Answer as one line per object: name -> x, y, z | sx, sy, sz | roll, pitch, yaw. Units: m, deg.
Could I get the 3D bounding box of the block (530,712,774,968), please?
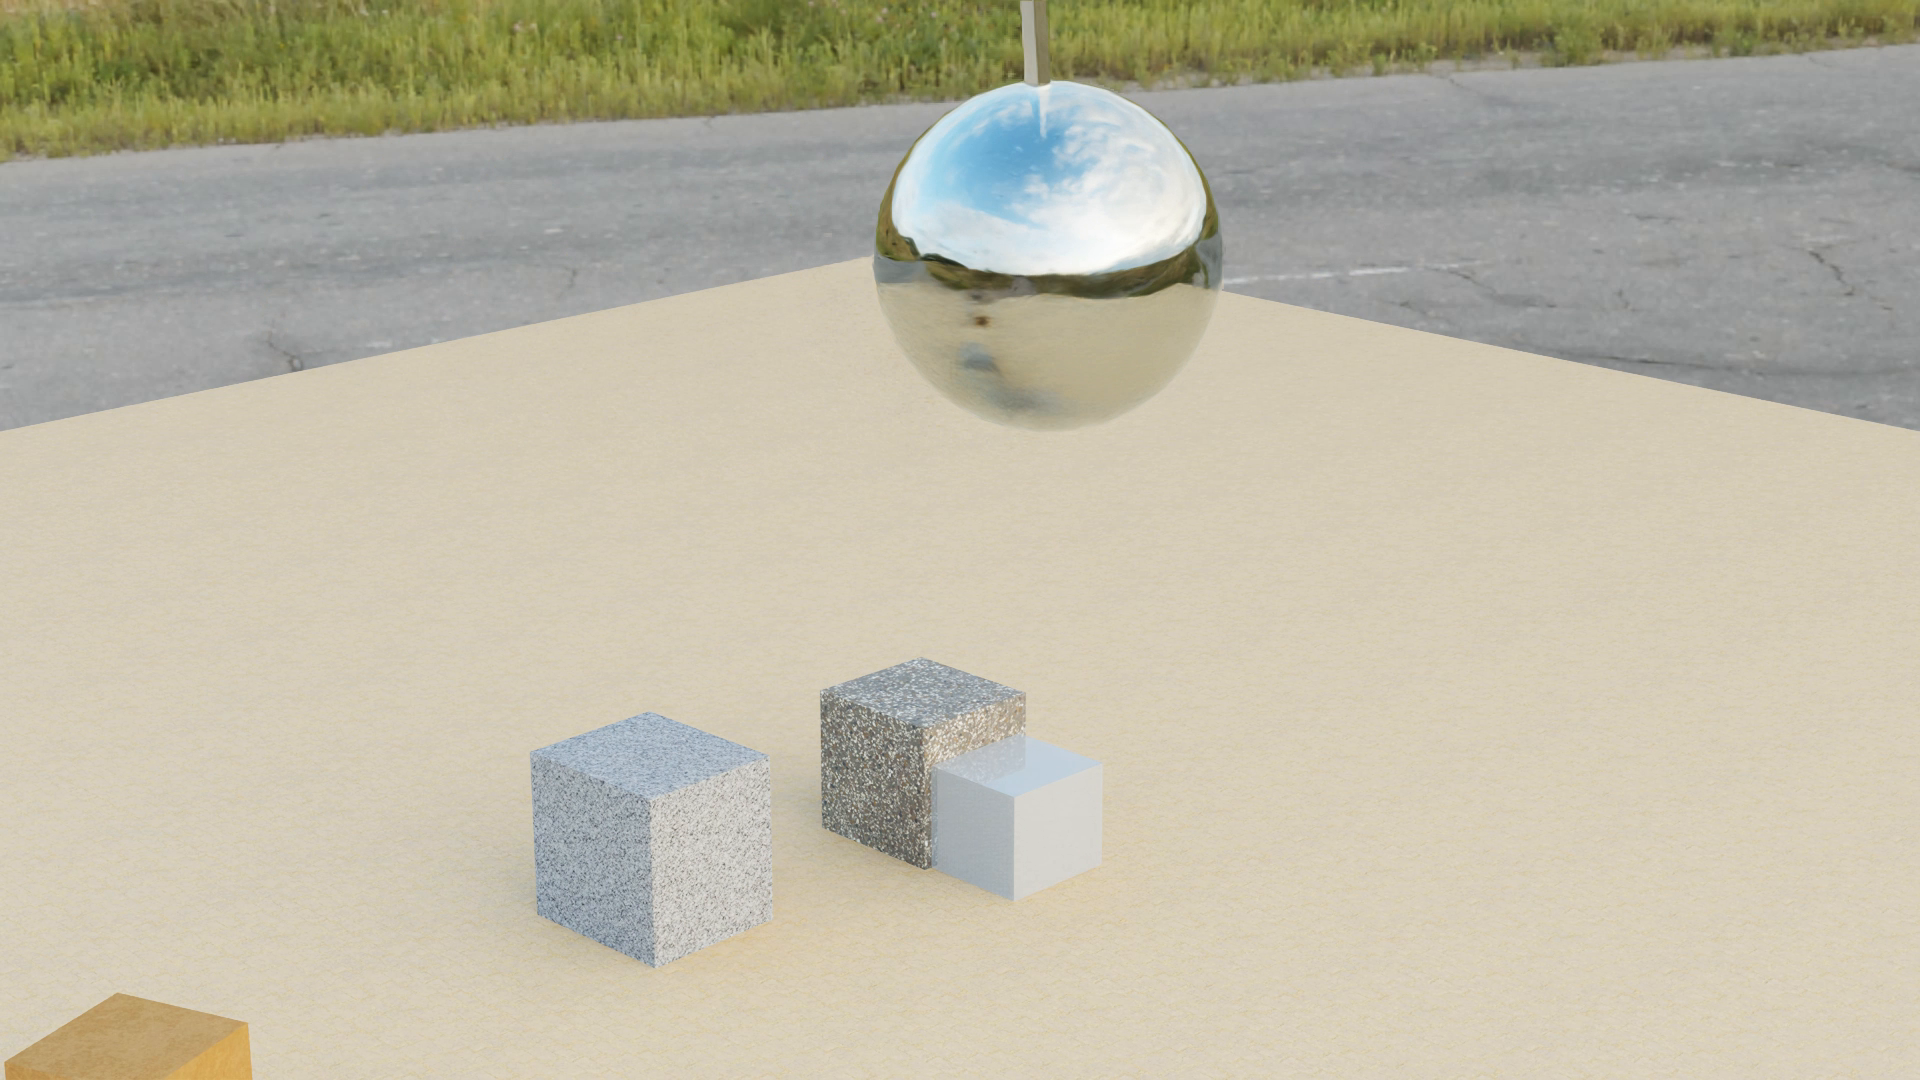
block -> -1.354, 1.303, 12.903 | 0.796, 0.777, 0.688 | 16, 23, 41

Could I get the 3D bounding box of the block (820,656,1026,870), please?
block -> -0.175, 1.044, 13.862 | 0.663, 0.697, 0.704 | -17, 24, -42

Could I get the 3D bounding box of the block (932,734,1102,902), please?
block -> 0.261, 1.266, 13.472 | 0.581, 0.506, 0.530 | -17, 24, -42

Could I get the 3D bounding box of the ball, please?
ball -> 0.401, -1.289, 13.357 | 1.600, 1.600, 1.600 | 0, 17, 0

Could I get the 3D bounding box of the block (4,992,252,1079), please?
block -> -3.025, 2.094, 10.742 | 0.604, 0.564, 0.614 | 8, 19, 23

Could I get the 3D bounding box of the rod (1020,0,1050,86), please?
rod -> 0.174, -4.450, 12.126 | 0.080, 5.200, 0.080 | 17, 29, 42
